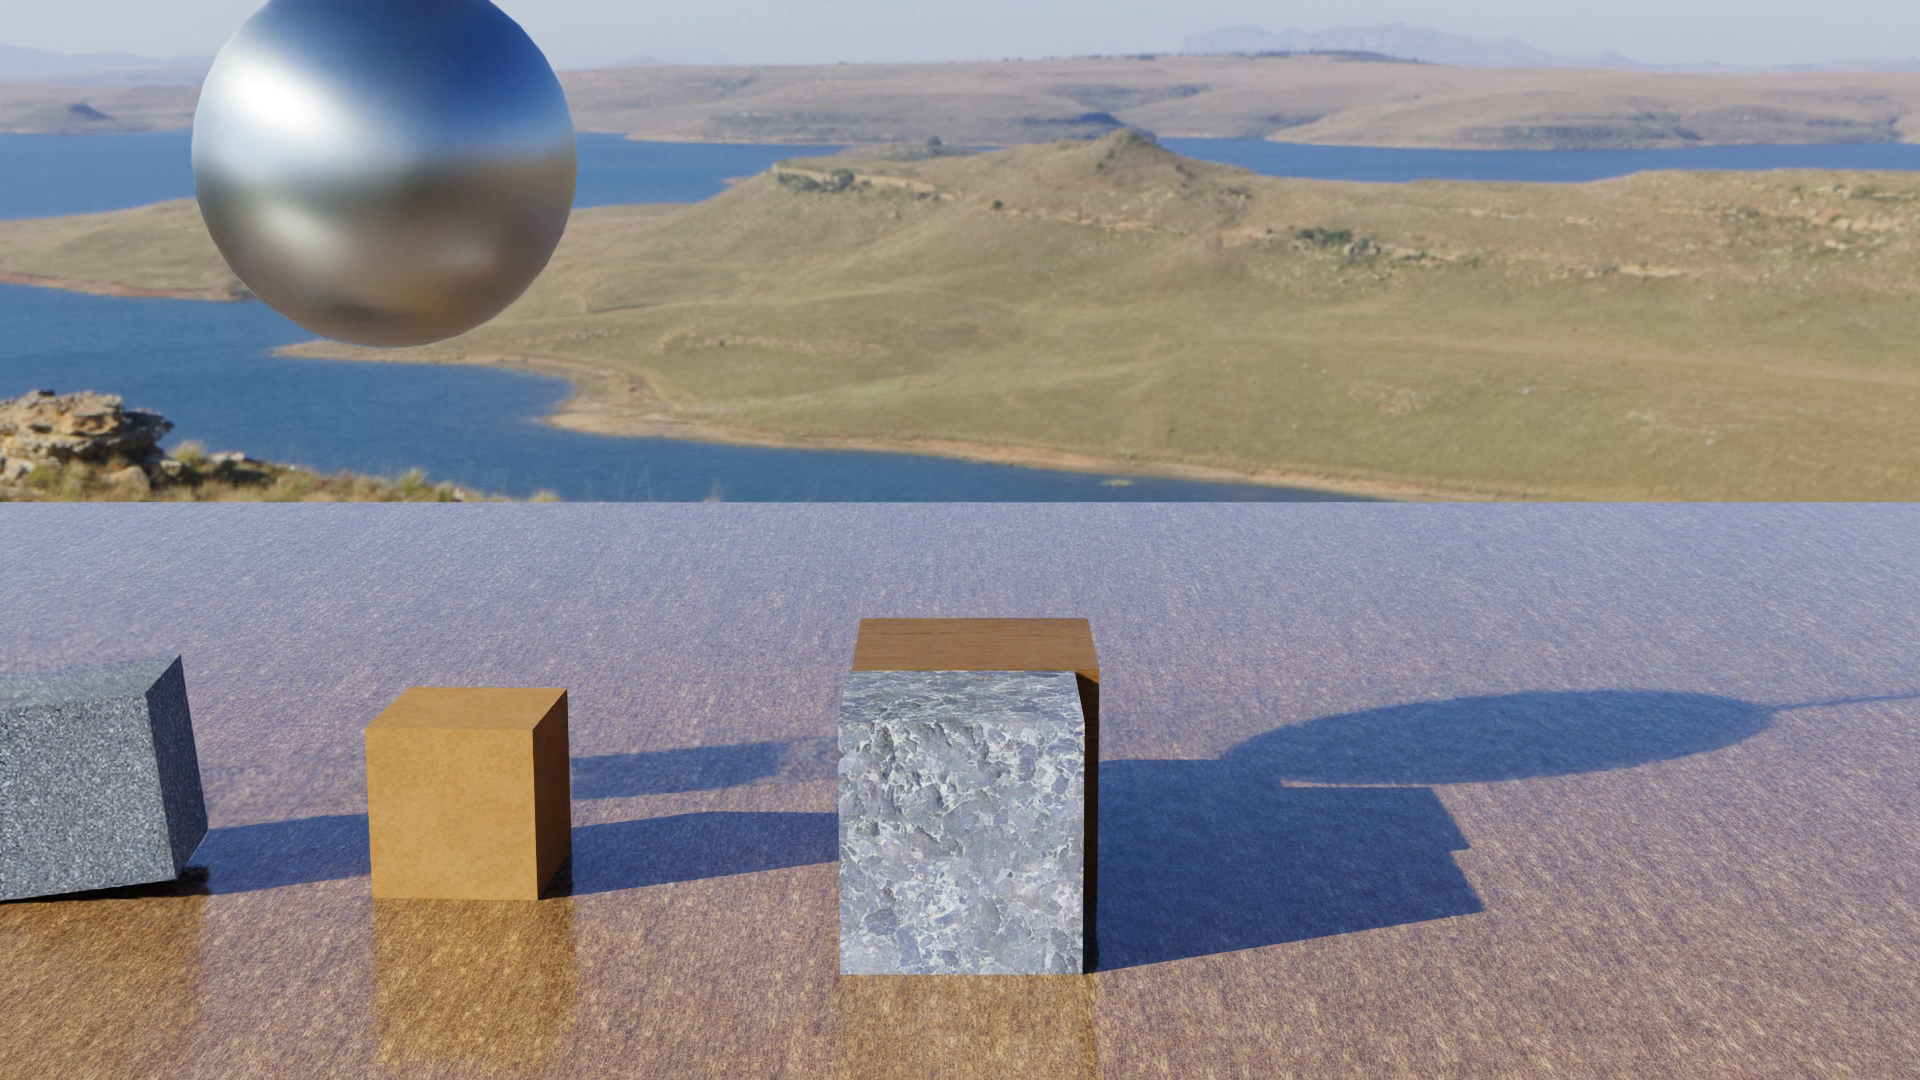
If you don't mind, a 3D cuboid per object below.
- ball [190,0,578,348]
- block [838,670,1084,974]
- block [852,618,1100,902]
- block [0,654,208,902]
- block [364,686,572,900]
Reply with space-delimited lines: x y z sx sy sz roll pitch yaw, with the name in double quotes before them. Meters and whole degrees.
"ball" -2.431 -1.616 10.887 1.600 1.600 1.600 0 10 0
"block" 0.005 1.133 10.473 0.957 1.024 0.884 0 10 0
"block" 0.066 0.958 11.425 1.045 1.028 1.032 0 10 0
"block" -3.910 1.041 11.277 0.932 0.829 0.745 -7 11 -4
"block" -2.160 1.109 11.357 0.720 0.755 0.755 0 10 3
